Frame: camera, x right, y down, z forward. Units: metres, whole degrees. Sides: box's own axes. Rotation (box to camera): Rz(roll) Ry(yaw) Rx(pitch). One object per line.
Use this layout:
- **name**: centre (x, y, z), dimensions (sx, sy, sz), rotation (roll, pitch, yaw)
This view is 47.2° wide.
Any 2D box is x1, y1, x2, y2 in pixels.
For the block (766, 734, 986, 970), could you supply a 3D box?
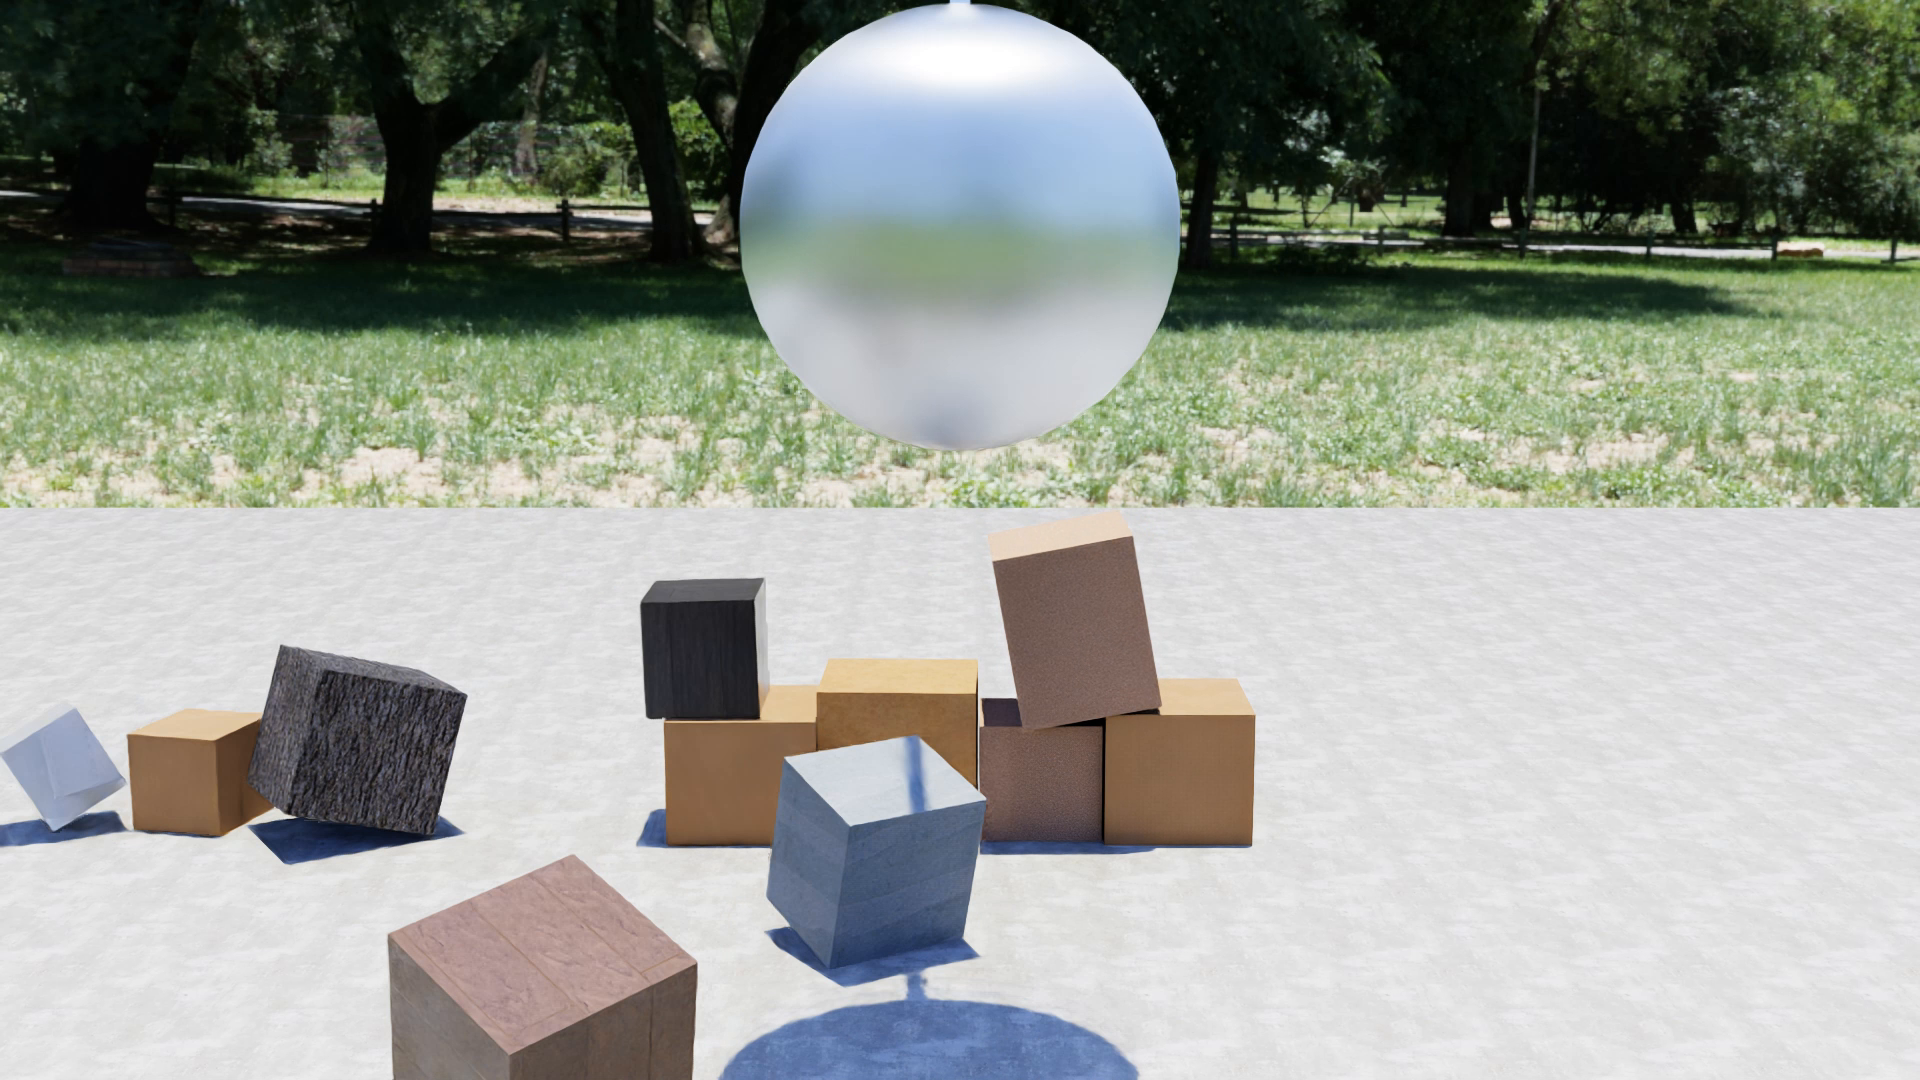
- **block**: centre (-0.378, 1.363, 9.691), dimensions (0.686, 0.720, 0.594), rotation (-7, 27, -32)

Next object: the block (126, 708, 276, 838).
- **block**: centre (-3.956, 1.208, 11.490), dimensions (0.503, 0.512, 0.534), rotation (2, 11, 13)

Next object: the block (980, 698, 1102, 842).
- **block**: centre (0.410, 1.182, 11.381), dimensions (0.620, 0.602, 0.572), rotation (0, 10, 0)

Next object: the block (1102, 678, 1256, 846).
- **block**: centre (1.102, 1.139, 11.403), dimensions (0.748, 0.680, 0.755), rotation (0, 10, 0)

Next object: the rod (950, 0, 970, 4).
- **rod**: centre (0.000, -4.332, 9.089), dimensions (0.080, 5.200, 0.080), rotation (0, -19, 0)

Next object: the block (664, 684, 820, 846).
- **block**: centre (-1.101, 1.156, 11.405), dimensions (0.757, 0.642, 0.762), rotation (0, 10, 0)

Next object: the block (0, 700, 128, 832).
- **block**: centre (-4.641, 1.159, 11.326), dimensions (0.420, 0.478, 0.412), rotation (-36, 18, -24)

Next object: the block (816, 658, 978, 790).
- **block**: centre (-0.310, 1.084, 11.414), dimensions (0.795, 0.784, 0.733), rotation (0, 10, 2)

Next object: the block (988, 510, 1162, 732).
- **block**: centre (0.575, 0.398, 11.237), dimensions (0.703, 0.879, 0.777), rotation (-10, 10, 1)

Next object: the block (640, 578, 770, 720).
- **block**: centre (-1.299, 0.548, 11.276), dimensions (0.571, 0.596, 0.593), rotation (-2, 10, 0)

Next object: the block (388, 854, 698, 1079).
- **block**: centre (-1.404, 1.675, 7.401), dimensions (0.728, 0.775, 0.716), rotation (-21, 39, -39)

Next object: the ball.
- **ball**: centre (0.000, -1.122, 7.968), dimensions (1.600, 1.600, 1.600), rotation (0, 10, 0)

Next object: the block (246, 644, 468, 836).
- **block**: centre (-3.100, 1.020, 11.288), dimensions (0.767, 0.736, 0.747), rotation (14, -1, -33)
